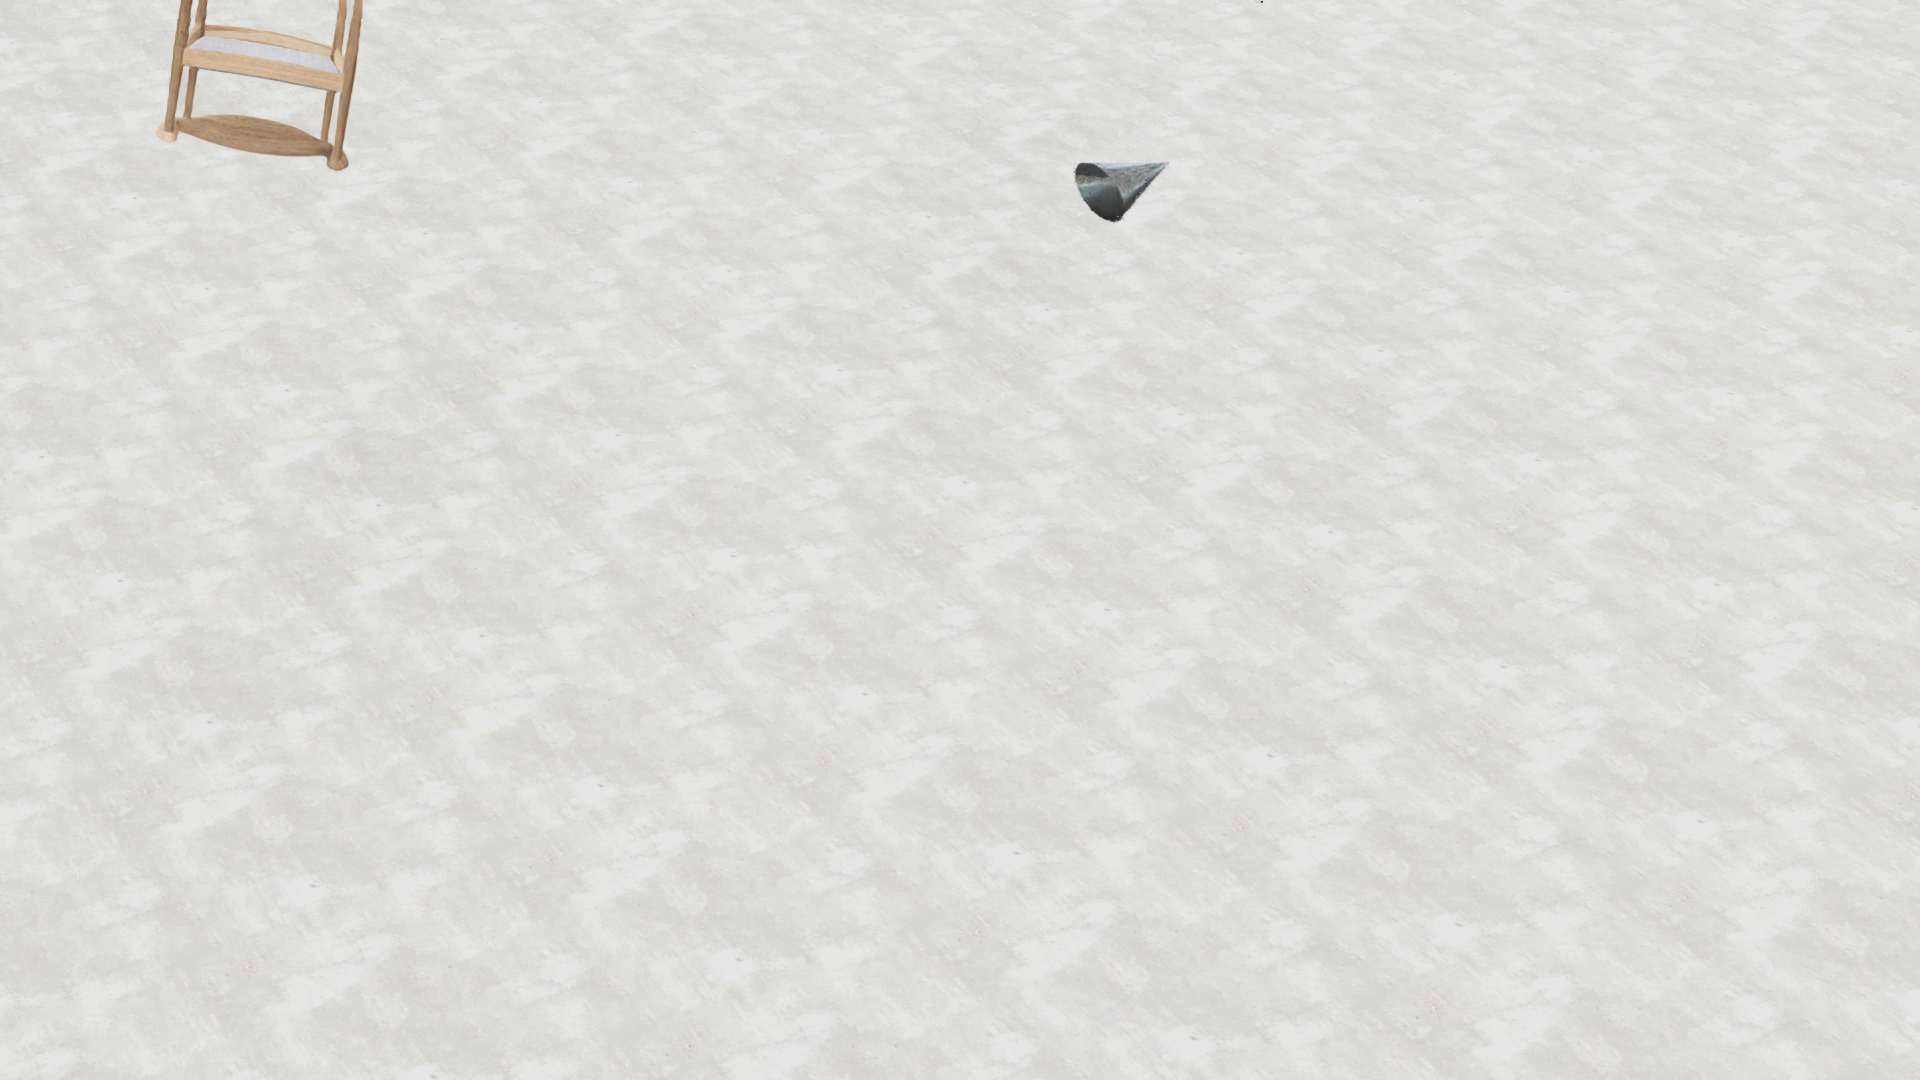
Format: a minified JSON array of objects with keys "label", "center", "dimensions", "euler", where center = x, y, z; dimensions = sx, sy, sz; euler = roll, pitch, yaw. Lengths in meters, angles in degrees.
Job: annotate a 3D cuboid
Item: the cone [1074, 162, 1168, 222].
[{"label":"cone","center":[0.555,-1.155,9.329],"dimensions":[0.288,0.180,0.249],"euler":[-26,49,-27]}]
